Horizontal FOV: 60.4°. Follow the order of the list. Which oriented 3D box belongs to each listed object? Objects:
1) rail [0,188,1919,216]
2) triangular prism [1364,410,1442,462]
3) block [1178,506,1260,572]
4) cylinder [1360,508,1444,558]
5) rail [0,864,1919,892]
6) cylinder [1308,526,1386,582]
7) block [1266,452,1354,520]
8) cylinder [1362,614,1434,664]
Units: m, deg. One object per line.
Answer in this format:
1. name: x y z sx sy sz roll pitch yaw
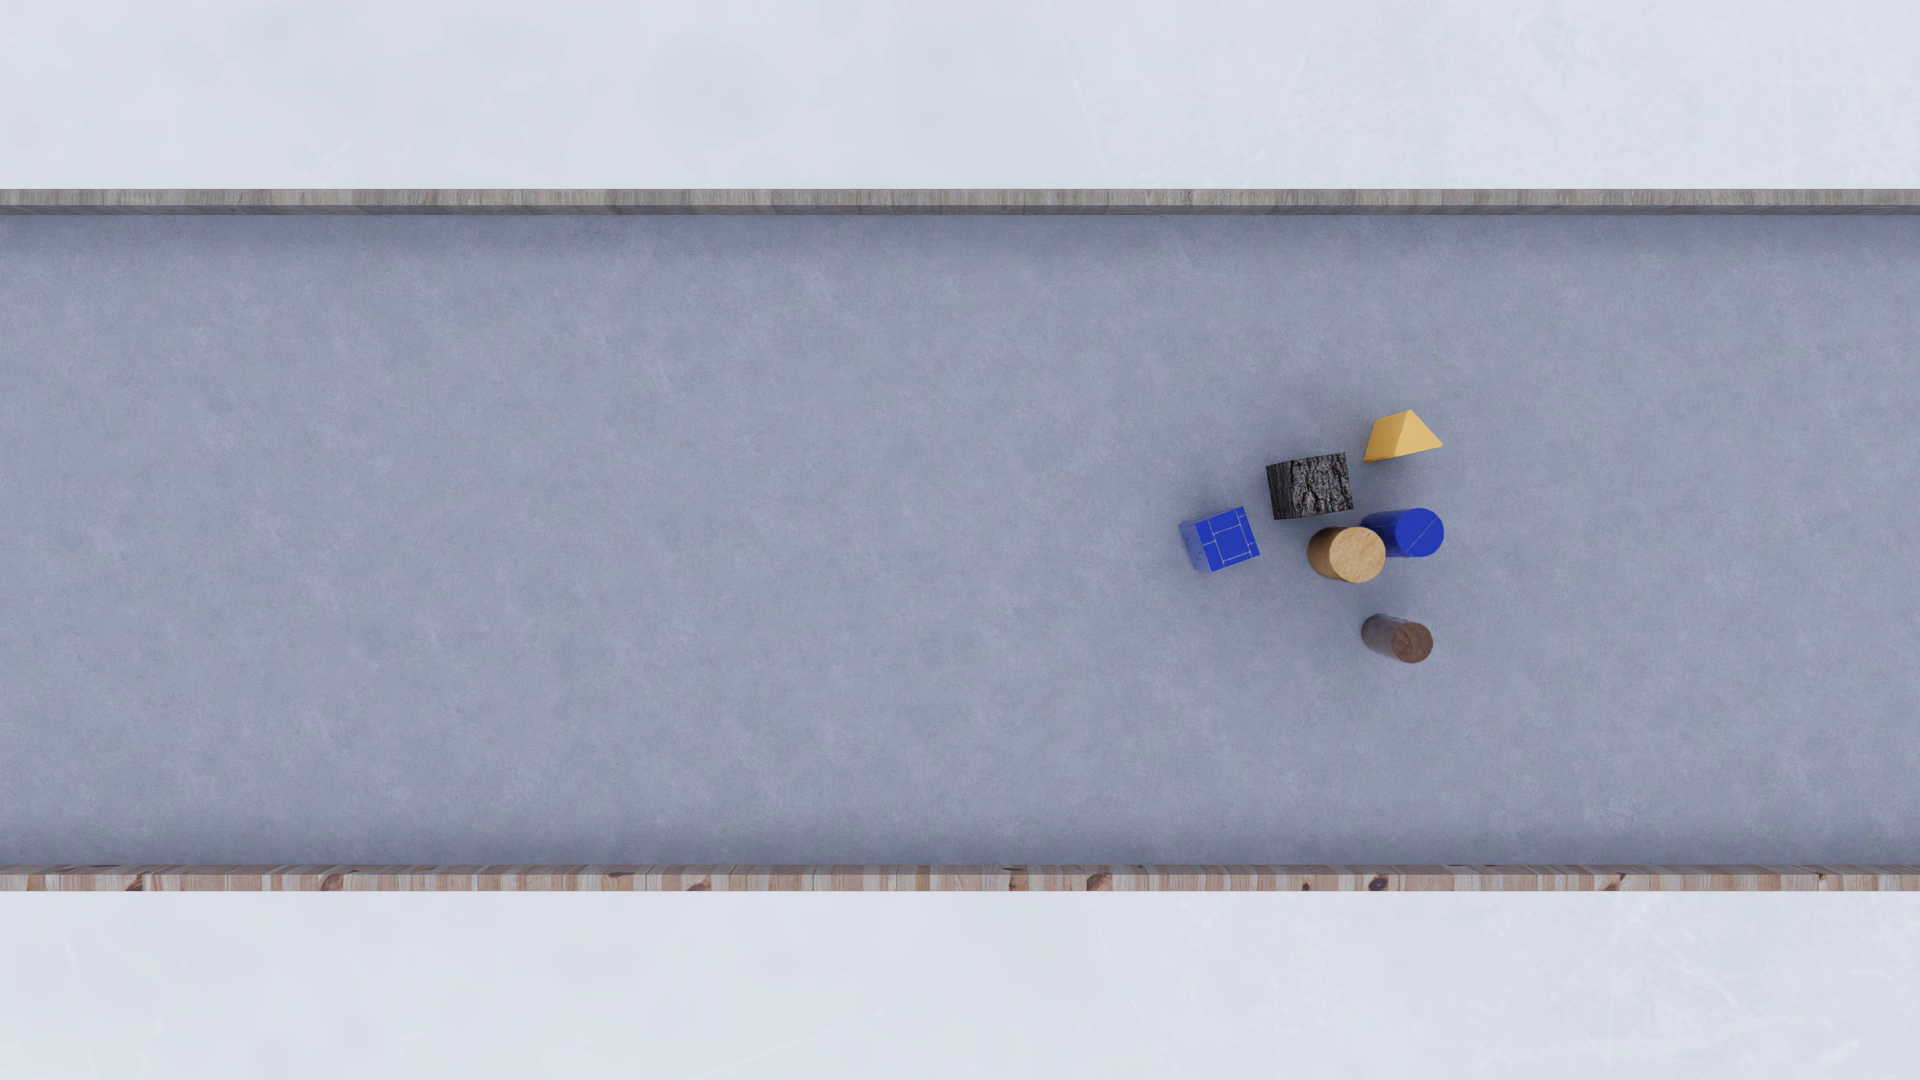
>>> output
1. rail: -2.247 -1.025 5.002 12.000 0.150 0.050 0 90 0
2. triangular prism: 1.297 -0.314 4.894 0.138 0.364 0.119 -13 90 0
3. block: 0.766 -0.002 4.900 0.147 0.352 0.147 -20 90 0
4. cylinder: 1.297 -0.018 4.874 0.140 0.399 0.140 0 89 -2
5. rail: -2.247 1.025 5.001 12.000 0.150 0.050 0 90 0
6. cylinder: 1.138 0.039 4.877 0.159 0.391 0.159 0 91 3
7. block: 1.037 -0.158 4.908 0.167 0.338 0.167 -9 90 0
8. cylinder: 1.287 0.288 4.870 0.117 0.410 0.117 0 91 2
